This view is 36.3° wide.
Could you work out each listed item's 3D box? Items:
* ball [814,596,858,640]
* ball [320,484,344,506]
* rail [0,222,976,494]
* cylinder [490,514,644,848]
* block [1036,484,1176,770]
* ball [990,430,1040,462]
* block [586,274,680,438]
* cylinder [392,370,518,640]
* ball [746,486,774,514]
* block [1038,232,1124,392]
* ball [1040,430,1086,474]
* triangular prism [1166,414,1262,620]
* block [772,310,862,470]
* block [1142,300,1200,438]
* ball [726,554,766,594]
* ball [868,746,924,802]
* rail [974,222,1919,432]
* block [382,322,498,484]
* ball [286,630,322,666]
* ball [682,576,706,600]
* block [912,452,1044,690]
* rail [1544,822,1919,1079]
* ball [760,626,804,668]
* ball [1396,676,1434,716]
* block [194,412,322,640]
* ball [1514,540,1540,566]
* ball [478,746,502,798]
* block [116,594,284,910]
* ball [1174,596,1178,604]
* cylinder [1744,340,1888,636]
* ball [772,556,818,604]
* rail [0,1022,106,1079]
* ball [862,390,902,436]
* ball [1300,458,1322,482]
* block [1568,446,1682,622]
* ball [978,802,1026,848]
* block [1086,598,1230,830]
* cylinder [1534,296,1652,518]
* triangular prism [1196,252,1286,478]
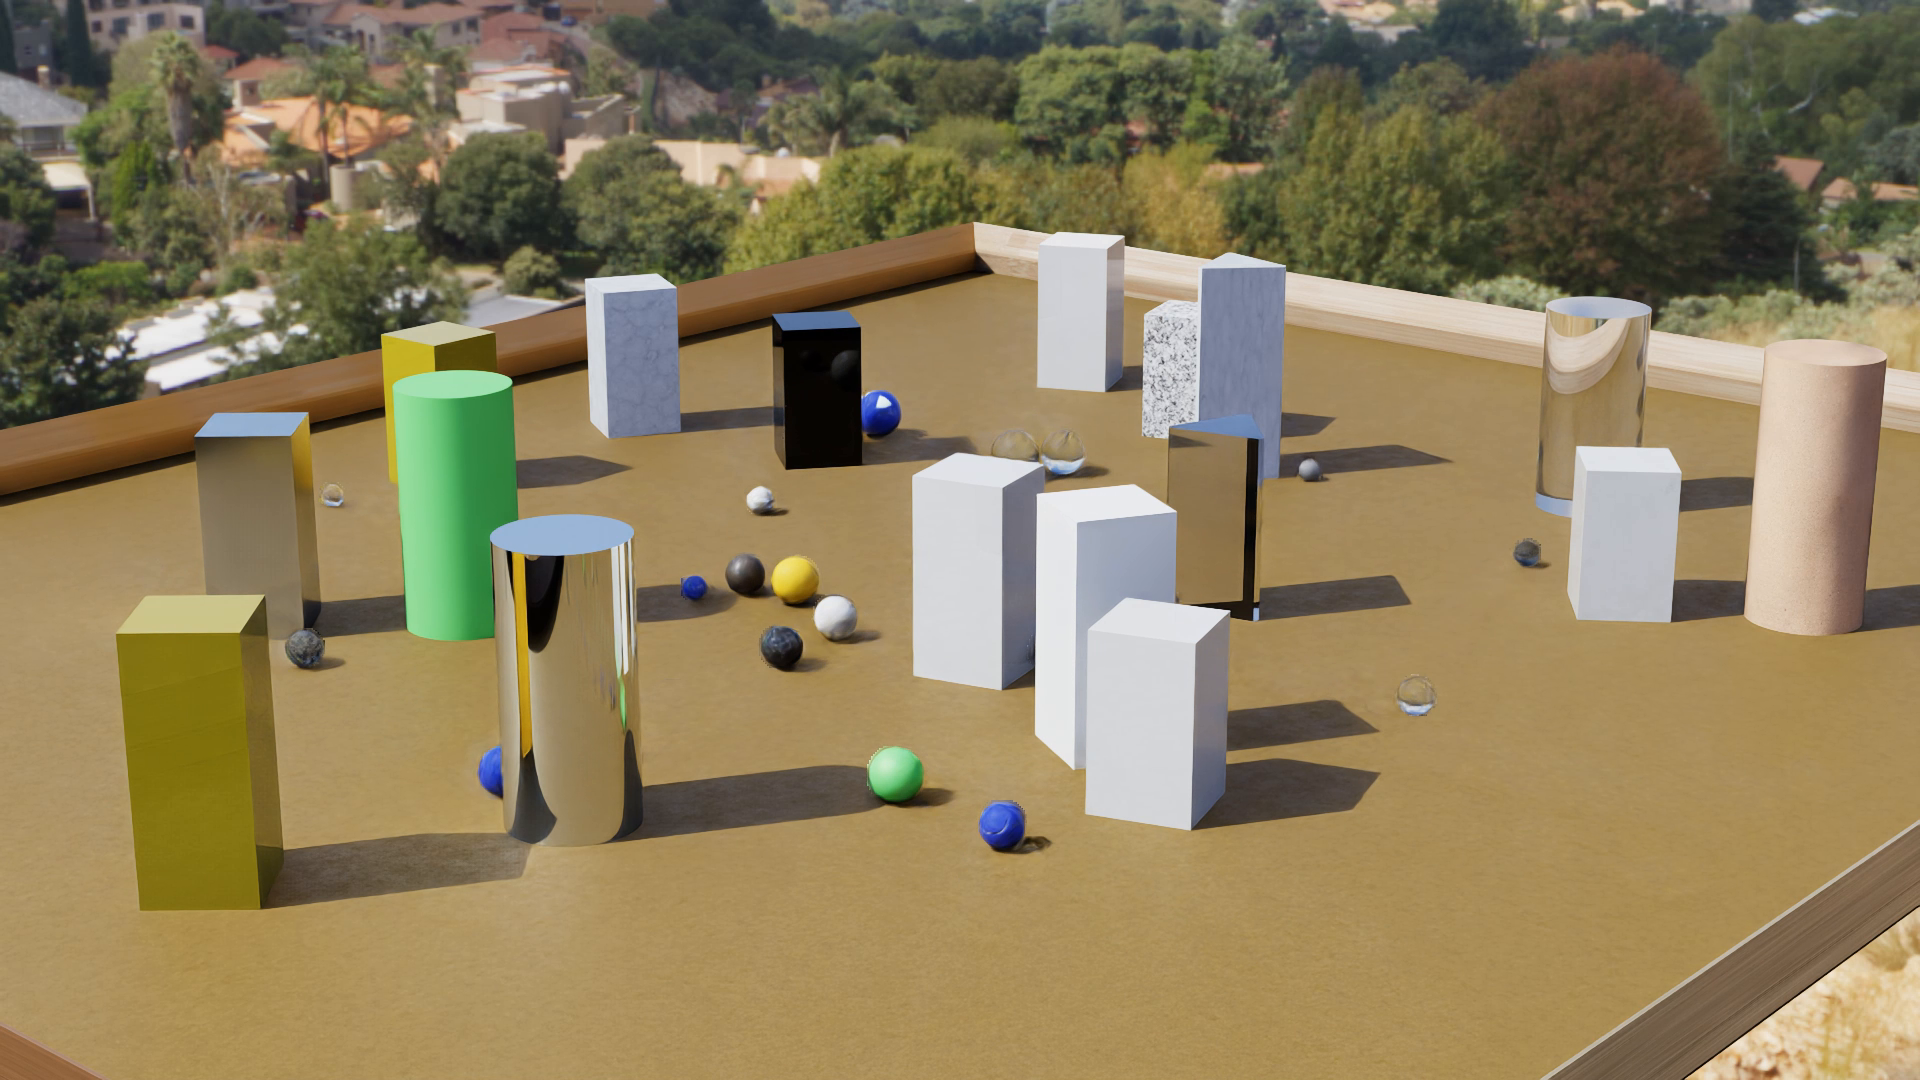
[{"bbox_3d":[-0.207,0.129,4.895,0.073,0.073,0.073,0,17,0],"label":"ball"},{"bbox_3d":[-1.212,-0.086,5.659,0.044,0.044,0.044,0,17,0],"label":"ball"},{"bbox_3d":[-1.366,-0.310,6.256,0.045,0.128,4.332,14,22,39],"label":"rail"},{"bbox_3d":[-0.545,0.194,4.077,0.196,0.421,0.196,0,17,0],"label":"cylinder"},{"bbox_3d":[0.215,0.128,4.366,0.157,0.381,0.157,-6,18,-19],"label":"block"},{"bbox_3d":[0.110,-0.171,5.847,0.098,0.098,0.098,0,17,0],"label":"ball"},{"bbox_3d":[-0.692,-0.391,6.208,0.157,0.311,0.157,-6,18,-20],"label":"block"},{"bbox_3d":[-0.842,-0.059,4.926,0.196,0.416,0.196,0,17,0],"label":"cylinder"},{"bbox_3d":[-0.382,-0.076,5.611,0.052,0.052,0.052,0,17,0],"label":"ball"},{"bbox_3d":[0.272,-0.513,6.591,0.157,0.325,0.157,5,18,17],"label":"block"},{"bbox_3d":[0.206,-0.176,5.878,0.090,0.090,0.090,0,17,0],"label":"ball"},{"bbox_3d":[0.464,-0.046,5.047,0.170,0.321,0.147,9,19,26],"label":"triangular prism"},{"bbox_3d":[-0.291,-0.306,5.968,0.157,0.288,0.157,-3,17,-11],"label":"block"},{"bbox_3d":[0.487,-0.356,6.179,0.157,0.262,0.157,7,18,22],"label":"block"},{"bbox_3d":[-0.376,0.060,5.130,0.070,0.070,0.070,0,17,0],"label":"ball"},{"bbox_3d":[-0.091,0.336,4.198,0.080,0.080,0.080,0,17,0],"label":"ball"},{"bbox_3d":[1.404,-0.435,6.669,3.665,0.128,0.045,14,22,39],"label":"rail"},{"bbox_3d":[-1.024,-0.262,5.801,0.157,0.300,0.157,14,21,38],"label":"block"},{"bbox_3d":[-1.066,0.176,4.763,0.060,0.060,0.060,0,17,0],"label":"ball"},{"bbox_3d":[-0.462,0.082,5.103,0.043,0.043,0.043,0,17,0],"label":"ball"},{"bbox_3d":[0.030,0.048,4.710,0.157,0.335,0.157,8,19,25],"label":"block"},{"bbox_3d":[1.366,0.374,3.984,0.045,0.128,4.332,14,22,39],"label":"rail"},{"bbox_3d":[-0.289,0.173,4.756,0.069,0.069,0.069,0,17,0],"label":"ball"},{"bbox_3d":[0.706,0.242,4.545,0.060,0.060,0.060,0,17,0],"label":"ball"},{"bbox_3d":[-1.176,-0.024,4.921,0.157,0.351,0.157,0,17,-2],"label":"block"},{"bbox_3d":[1.023,0.024,5.290,0.046,0.046,0.046,0,17,0],"label":"ball"},{"bbox_3d":[-0.655,0.332,4.217,0.075,0.075,0.075,0,17,0],"label":"ball"},{"bbox_3d":[-0.997,0.279,3.861,0.157,0.383,0.157,0,17,-1],"label":"block"},{"bbox_3d":[0.325,0.109,4.937,0.087,0.087,0.087,0,17,0],"label":"ball"},{"bbox_3d":[1.441,-0.090,4.945,0.196,0.464,0.196,0,17,0],"label":"cylinder"},{"bbox_3d":[-0.285,0.070,5.076,0.082,0.082,0.082,0,17,0],"label":"ball"},{"bbox_3d":[-1.404,0.499,3.571,3.665,0.128,0.045,14,22,39],"label":"rail"},{"bbox_3d":[-0.172,-0.266,6.163,0.097,0.097,0.097,0,17,0],"label":"ball"},{"bbox_3d":[0.698,-0.140,5.837,0.045,0.045,0.045,0,17,0],"label":"ball"},{"bbox_3d":[1.137,-0.011,5.028,0.157,0.265,0.157,1,17,5],"label":"block"},{"bbox_3d":[0.058,0.393,4.036,0.065,0.065,0.065,0,17,0],"label":"ball"},{"bbox_3d":[0.281,0.245,4.161,0.157,0.276,0.157,7,18,22],"label":"block"},{"bbox_3d":[1.212,-0.254,5.618,0.196,0.390,0.196,0,17,0],"label":"cylinder"},{"bbox_3d":[0.546,-0.349,5.864,0.170,0.429,0.147,-2,17,-5],"label":"triangular prism"}]
